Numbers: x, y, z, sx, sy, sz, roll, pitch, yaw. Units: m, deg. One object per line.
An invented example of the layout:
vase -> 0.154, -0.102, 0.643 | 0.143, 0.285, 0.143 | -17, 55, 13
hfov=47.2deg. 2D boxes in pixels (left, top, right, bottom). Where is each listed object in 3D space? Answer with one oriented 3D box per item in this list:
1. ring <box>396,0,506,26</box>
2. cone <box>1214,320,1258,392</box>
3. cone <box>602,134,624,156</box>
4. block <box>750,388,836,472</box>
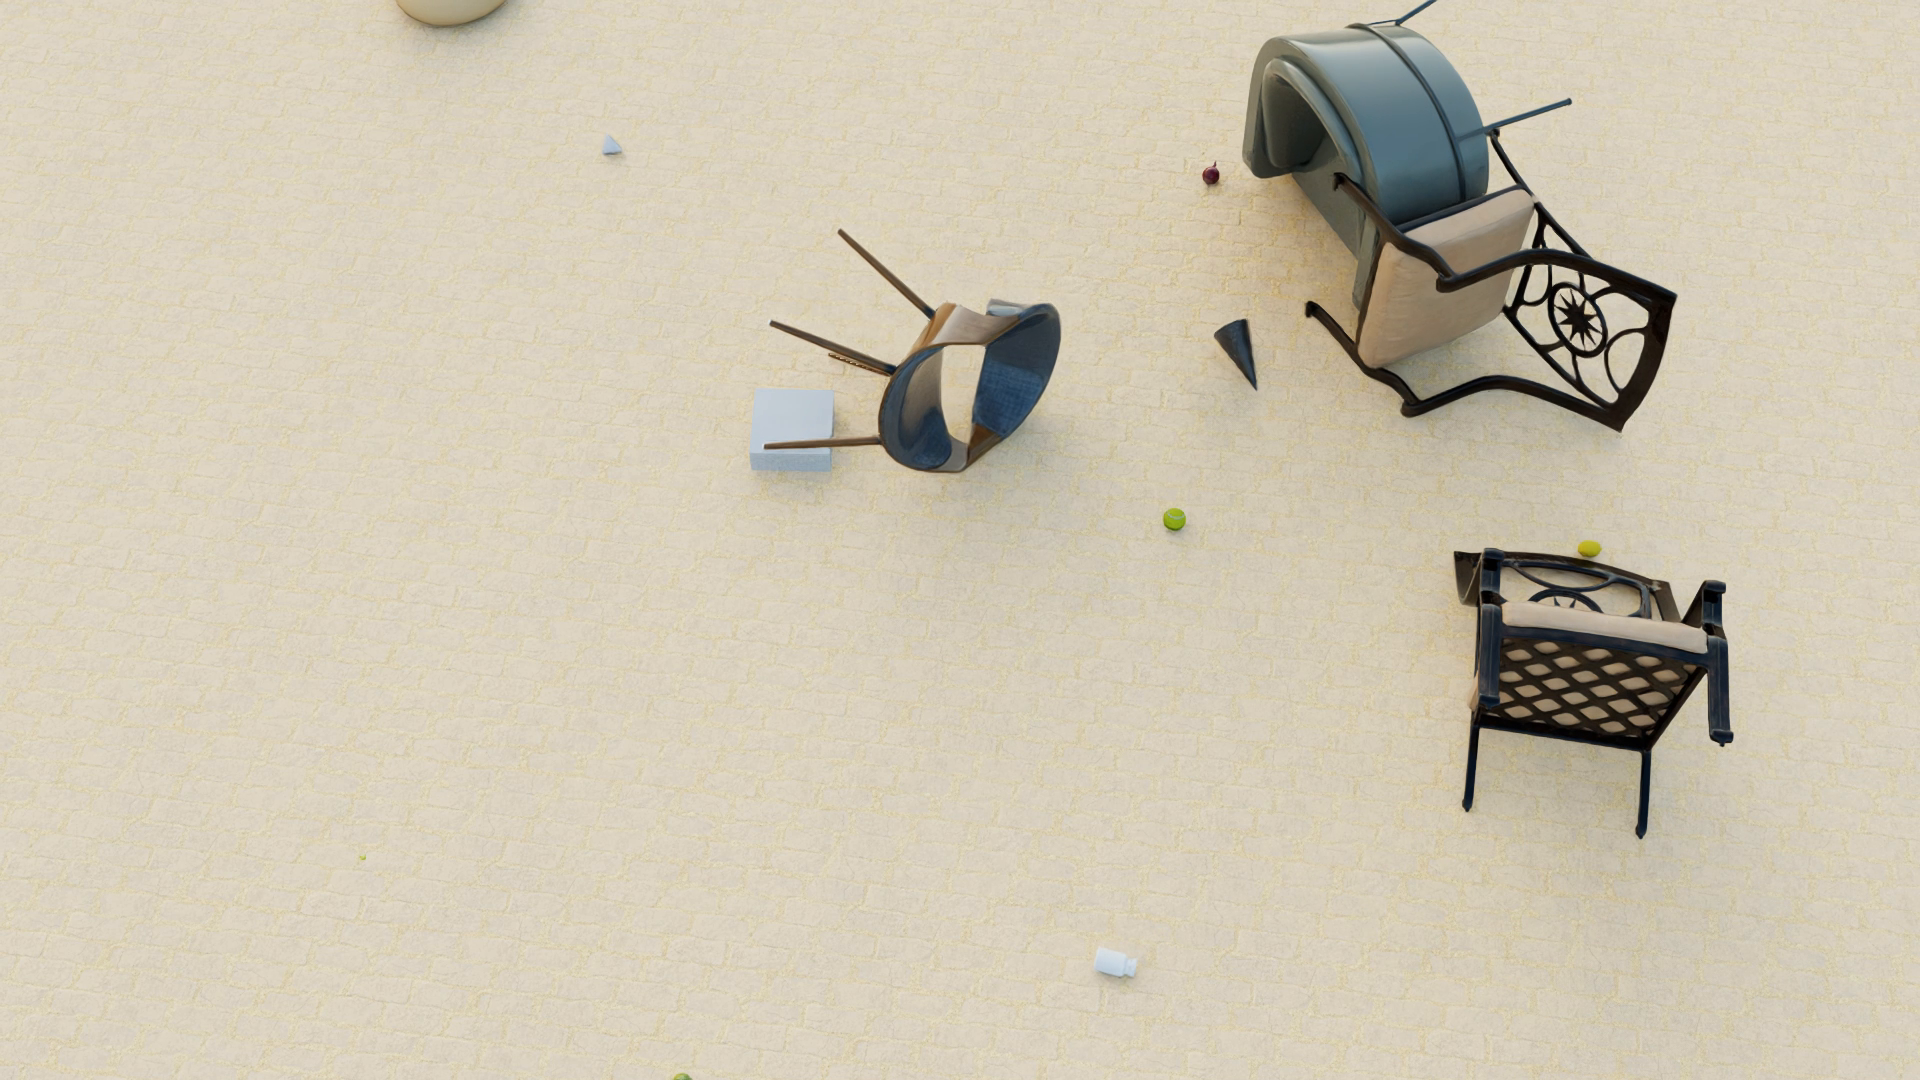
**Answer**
ring -> -1.795, -2.031, 7.860 | 0.443, 0.129, 0.514 | 28, 61, 16
cone -> 0.892, -0.564, 6.903 | 0.116, 0.178, 0.218 | -22, 80, 2
cone -> -1.191, -1.325, 7.447 | 0.065, 0.058, 0.107 | -45, 56, 2
block -> -0.512, -0.338, 6.746 | 0.244, 0.091, 0.245 | 1, 56, 1
